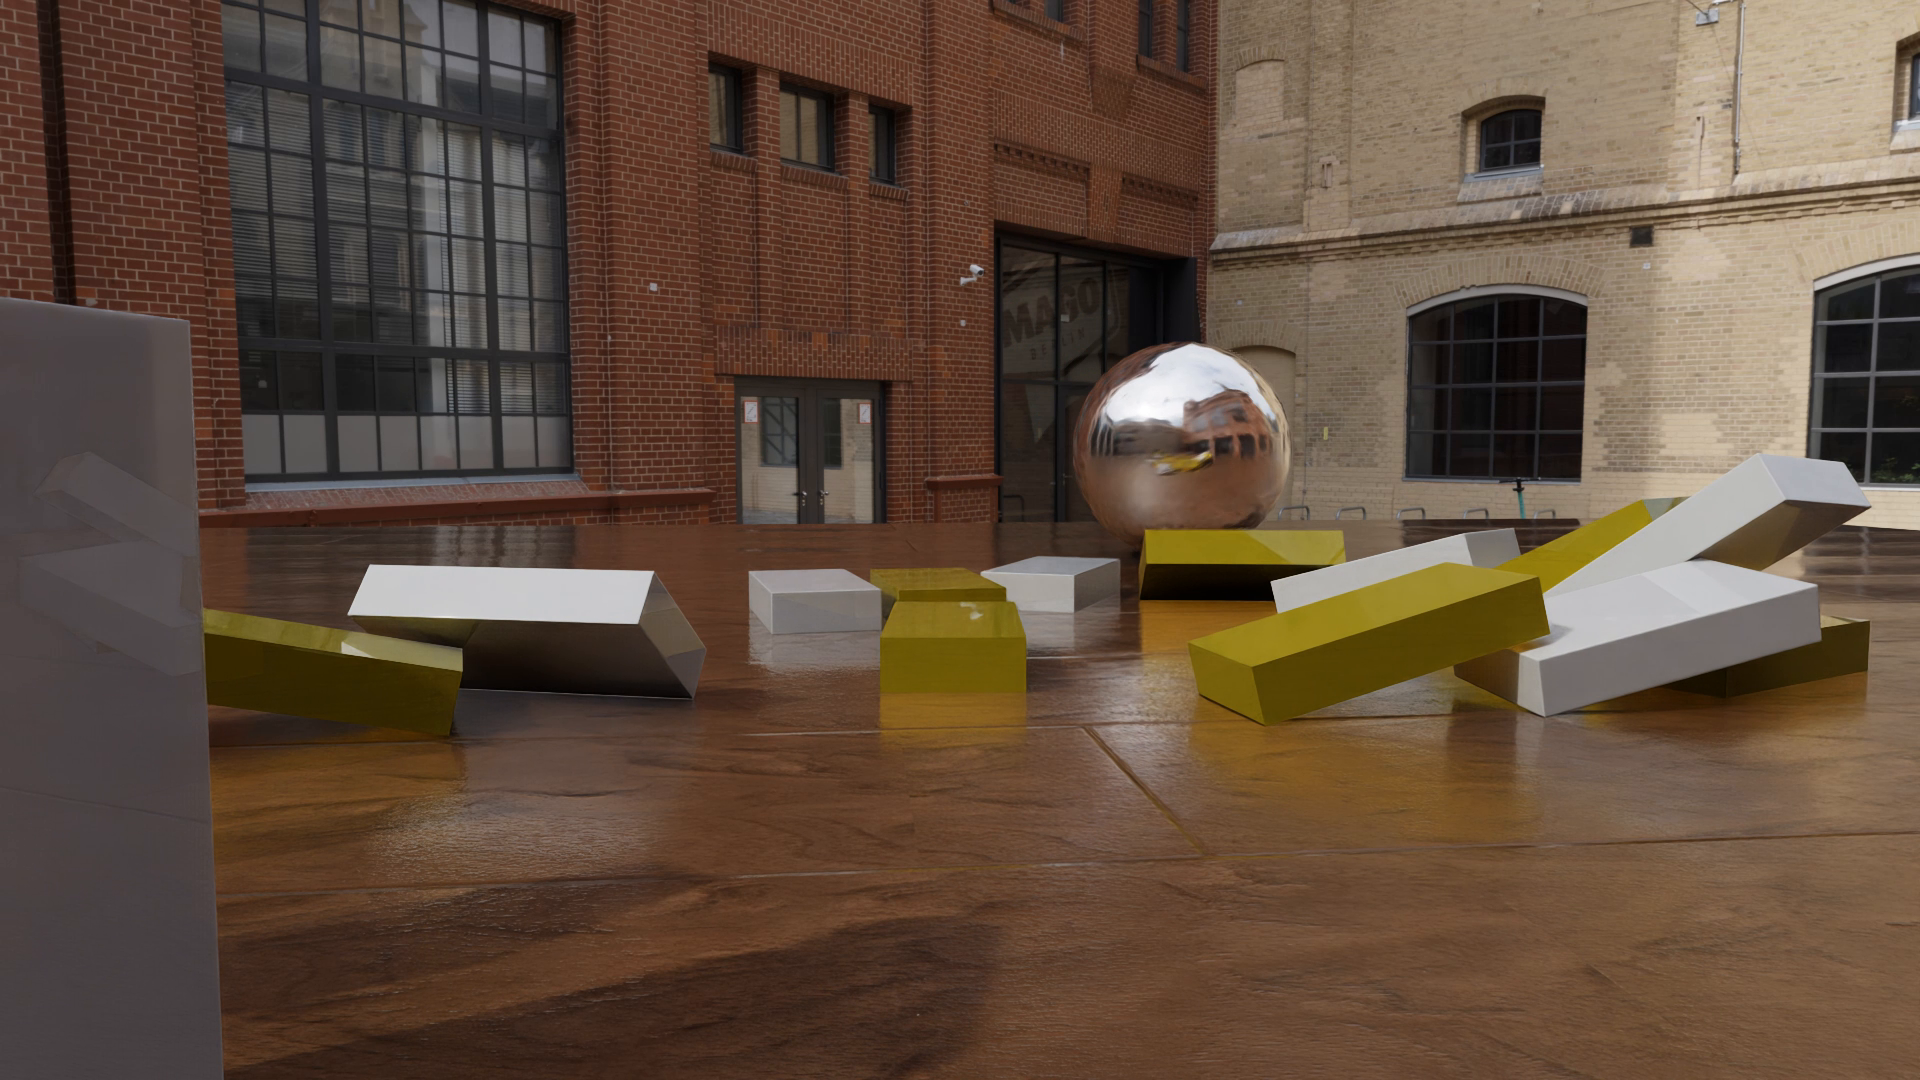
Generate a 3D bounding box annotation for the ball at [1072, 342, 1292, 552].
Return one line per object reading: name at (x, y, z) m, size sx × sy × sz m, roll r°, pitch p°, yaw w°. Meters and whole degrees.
ball at (0.082, -0.033, 0.475) m, size 0.080 × 0.080 × 0.080 m, roll 0°, pitch 4°, yaw 0°

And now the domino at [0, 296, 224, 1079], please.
domino at (-0.053, 0.012, 0.068) m, size 0.010 × 0.050 × 0.025 m, roll 1°, pitch 4°, yaw 9°

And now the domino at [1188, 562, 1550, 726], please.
domino at (0.066, 0.016, 0.209) m, size 0.050 × 0.010 × 0.025 m, roll -16°, pitch 7°, yaw -11°

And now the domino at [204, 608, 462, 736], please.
domino at (-0.100, 0.018, 0.188) m, size 0.050 × 0.010 × 0.025 m, roll 12°, pitch -1°, yaw -22°

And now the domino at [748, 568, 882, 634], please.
domino at (-0.036, 0.014, 0.313) m, size 0.025 × 0.009 × 0.050 m, roll -1°, pitch 4°, yaw -15°

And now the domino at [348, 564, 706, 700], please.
domino at (-0.070, 0.015, 0.211) m, size 0.050 × 0.010 × 0.025 m, roll 1°, pitch -34°, yaw 12°

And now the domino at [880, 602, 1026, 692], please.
domino at (-0.001, 0.020, 0.244) m, size 0.025 × 0.010 × 0.050 m, roll 0°, pitch 4°, yaw 0°

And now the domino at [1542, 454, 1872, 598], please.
domino at (0.138, 0.003, 0.241) m, size 0.025 × 0.009 × 0.050 m, roll 2°, pitch -32°, yaw -26°

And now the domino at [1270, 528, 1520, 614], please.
domino at (0.102, 0.008, 0.302) m, size 0.025 × 0.010 × 0.050 m, roll -4°, pitch -11°, yaw -43°

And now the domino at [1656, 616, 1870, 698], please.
domino at (0.143, 0.020, 0.238) m, size 0.050 × 0.010 × 0.025 m, roll -3°, pitch 5°, yaw -32°

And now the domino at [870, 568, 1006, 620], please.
domino at (-0.006, 0.014, 0.317) m, size 0.025 × 0.009 × 0.050 m, roll -1°, pitch 4°, yaw -11°

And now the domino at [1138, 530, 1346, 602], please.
domino at (0.073, 0.007, 0.338) m, size 0.050 × 0.009 × 0.025 m, roll 0°, pitch -25°, yaw 4°

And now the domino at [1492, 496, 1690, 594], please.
domino at (0.129, 0.006, 0.273) m, size 0.025 × 0.010 × 0.050 m, roll -4°, pitch -22°, yaw -40°

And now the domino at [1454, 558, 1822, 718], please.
domino at (0.112, 0.015, 0.214) m, size 0.050 × 0.010 × 0.025 m, roll -13°, pitch 11°, yaw -9°

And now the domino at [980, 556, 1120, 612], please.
domino at (0.026, 0.012, 0.351) m, size 0.025 × 0.010 × 0.050 m, roll 2°, pitch 5°, yaw 20°
